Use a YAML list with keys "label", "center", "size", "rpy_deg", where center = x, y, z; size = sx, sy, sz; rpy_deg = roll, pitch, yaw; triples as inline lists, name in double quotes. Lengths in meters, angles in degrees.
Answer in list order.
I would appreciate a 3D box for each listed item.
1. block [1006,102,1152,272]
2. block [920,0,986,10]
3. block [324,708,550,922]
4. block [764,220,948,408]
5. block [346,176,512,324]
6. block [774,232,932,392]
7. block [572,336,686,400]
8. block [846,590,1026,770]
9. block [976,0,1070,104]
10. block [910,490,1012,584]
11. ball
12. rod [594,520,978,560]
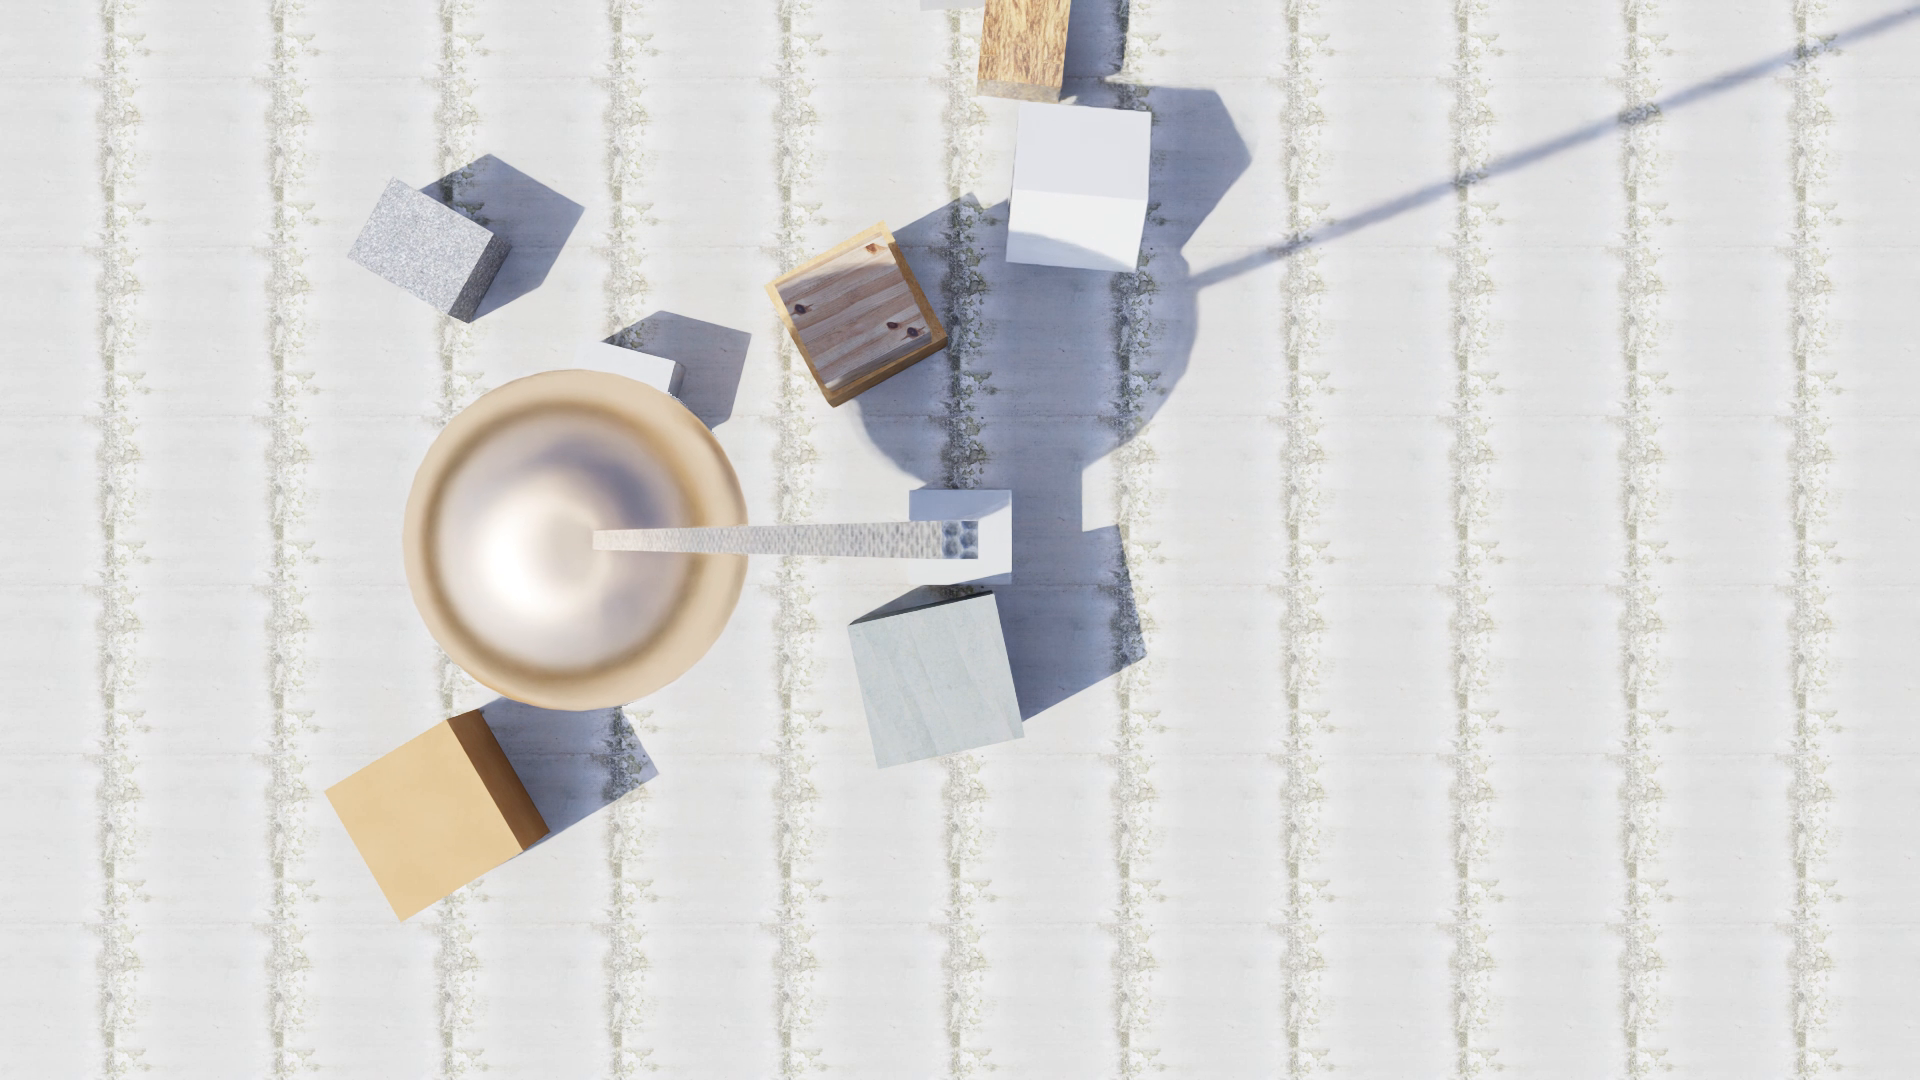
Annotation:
- label: "block"
  center: [0.672, -2.012, 12.558]
  size: [0.746, 0.645, 0.646]
  rpy_deg: [5, 59, 0]
- label: "block"
  center: [-0.002, -3.415, 12.766]
  size: [0.504, 0.469, 0.541]
  rpy_deg: [-4, 90, 0]
- label: "block"
  center: [-2.975, 1.558, 12.595]
  size: [0.786, 0.810, 0.846]
  rpy_deg: [-30, 90, 0]
- label: "block"
  center: [-0.589, -1.289, 12.685]
  size: [0.772, 0.631, 0.746]
  rpy_deg: [-29, 90, 0]
- label: "block"
  center: [-3.060, -1.670, 12.730]
  size: [0.658, 0.540, 0.530]
  rpy_deg: [30, 90, 0]
- label: "block"
  center: [-0.573, -1.237, 12.044]
  size: [0.635, 0.650, 0.597]
  rpy_deg: [-27, 90, 0]
- label: "block"
  center: [-1.957, -0.832, 12.755]
  size: [0.561, 0.490, 0.525]
  rpy_deg: [15, 90, 0]
- label: "block"
  center: [-0.132, 0.777, 12.530]
  size: [0.827, 0.939, 0.805]
  rpy_deg: [-12, 90, 0]
- label: "block"
  center: [0.365, -2.866, 12.758]
  size: [0.482, 0.485, 0.528]
  rpy_deg: [6, 90, 0]
- label: "block"
  center: [0.002, -0.016, 12.729]
  size: [0.580, 0.542, 0.538]
  rpy_deg: [0, 90, 0]
- label: "ball"
  center: [-1.783, 0.000, 10.275]
  size: [1.600, 1.600, 1.600]
  rpy_deg: [0, 90, 0]
- label: "rod"
  center: [-0.773, 0.000, 7.028]
  size: [0.080, 5.200, 0.080]
  rpy_deg: [0, 90, -17]
